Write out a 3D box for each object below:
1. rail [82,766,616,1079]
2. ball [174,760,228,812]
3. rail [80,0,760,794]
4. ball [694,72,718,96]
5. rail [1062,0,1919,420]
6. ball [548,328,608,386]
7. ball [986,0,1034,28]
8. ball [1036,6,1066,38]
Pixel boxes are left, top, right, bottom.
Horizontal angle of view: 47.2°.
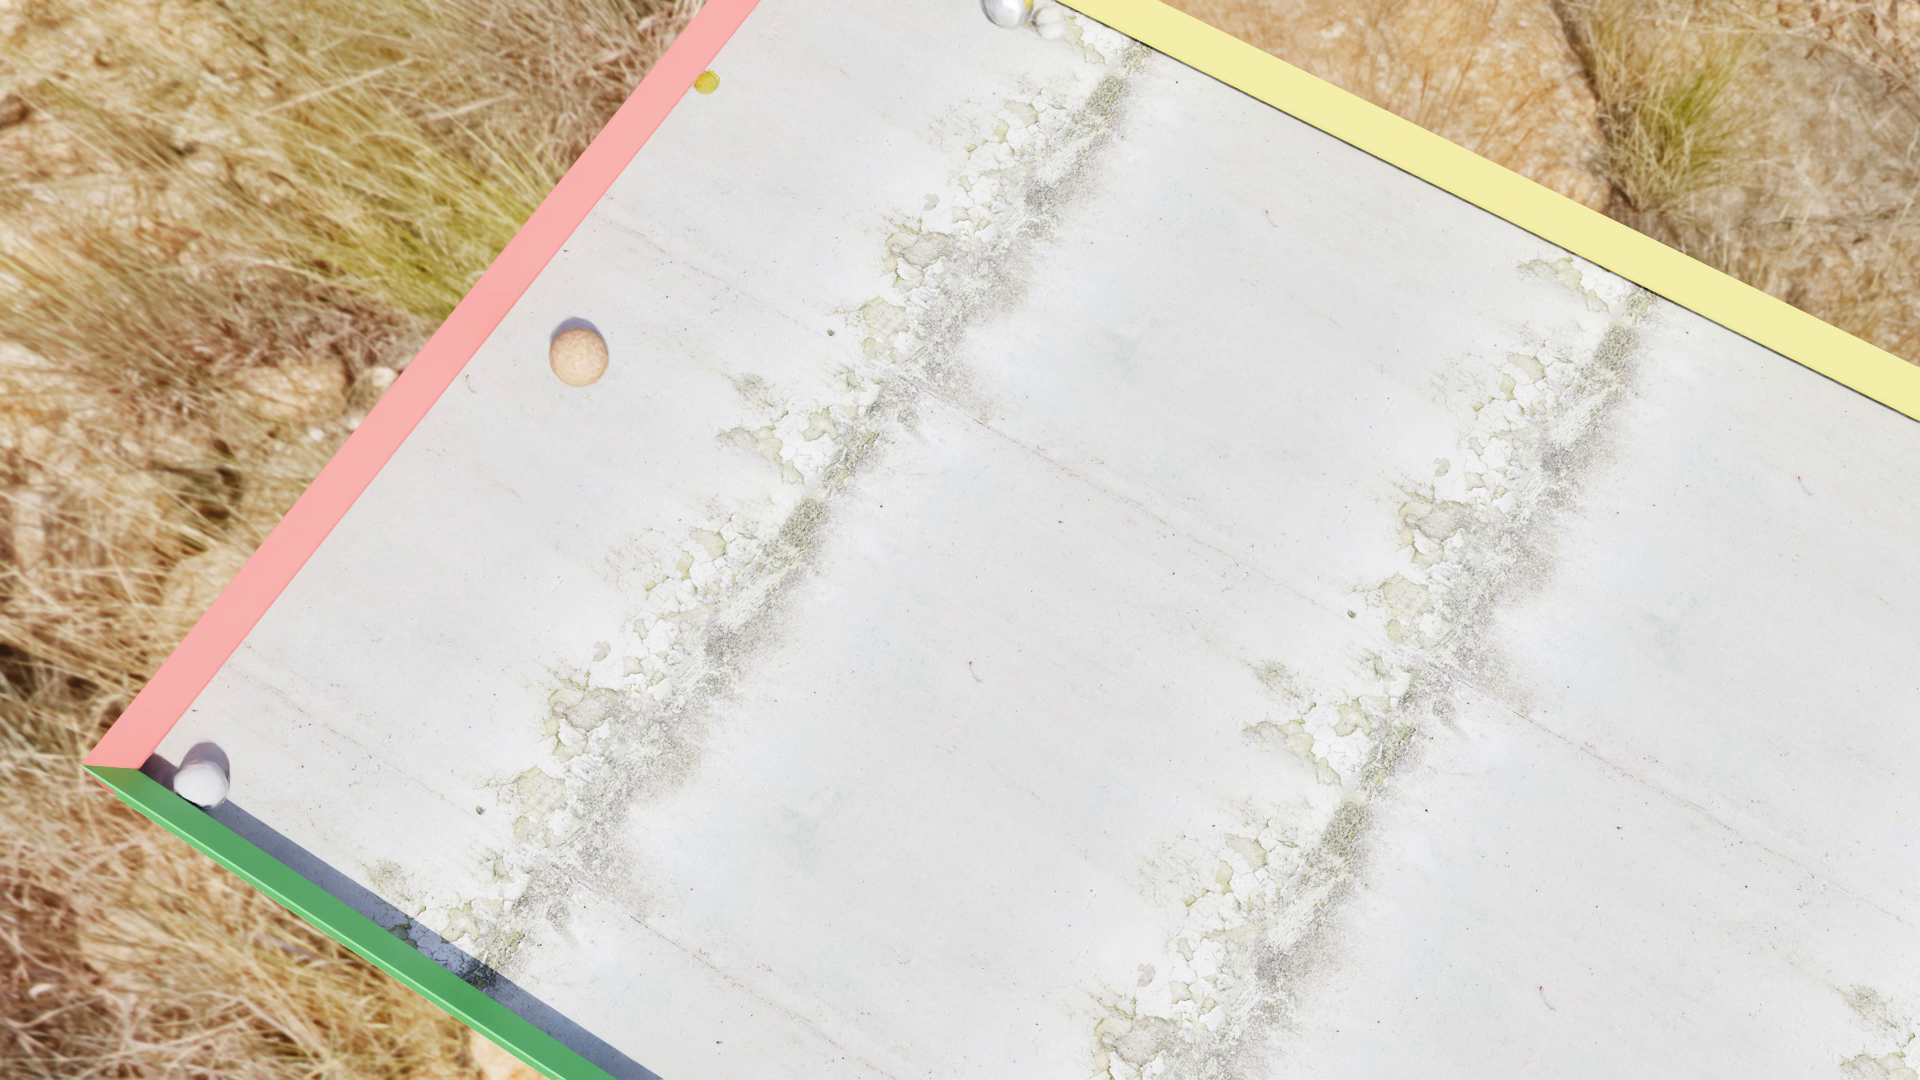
[{"bbox_3d":[0.241,1.211,2.970,3.642,0.128,0.045,29,68,13],"label":"rail"},{"bbox_3d":[-1.169,0.378,3.383,0.079,0.079,0.079,0,65,0],"label":"ball"},{"bbox_3d":[-0.756,-0.434,3.730,0.045,0.128,2.094,29,68,13],"label":"rail"},{"bbox_3d":[-0.457,-0.821,3.957,0.043,0.043,0.043,0,65,0],"label":"ball"},{"bbox_3d":[1.311,-0.373,3.702,3.642,0.128,0.045,29,68,13],"label":"rail"},{"bbox_3d":[-0.640,-0.307,3.689,0.099,0.099,0.099,0,65,0],"label":"ball"},{"bbox_3d":[0.091,-0.976,4.004,0.087,0.087,0.087,0,65,0],"label":"ball"},{"bbox_3d":[0.167,-0.943,4.006,0.056,0.056,0.056,0,65,0],"label":"ball"}]
